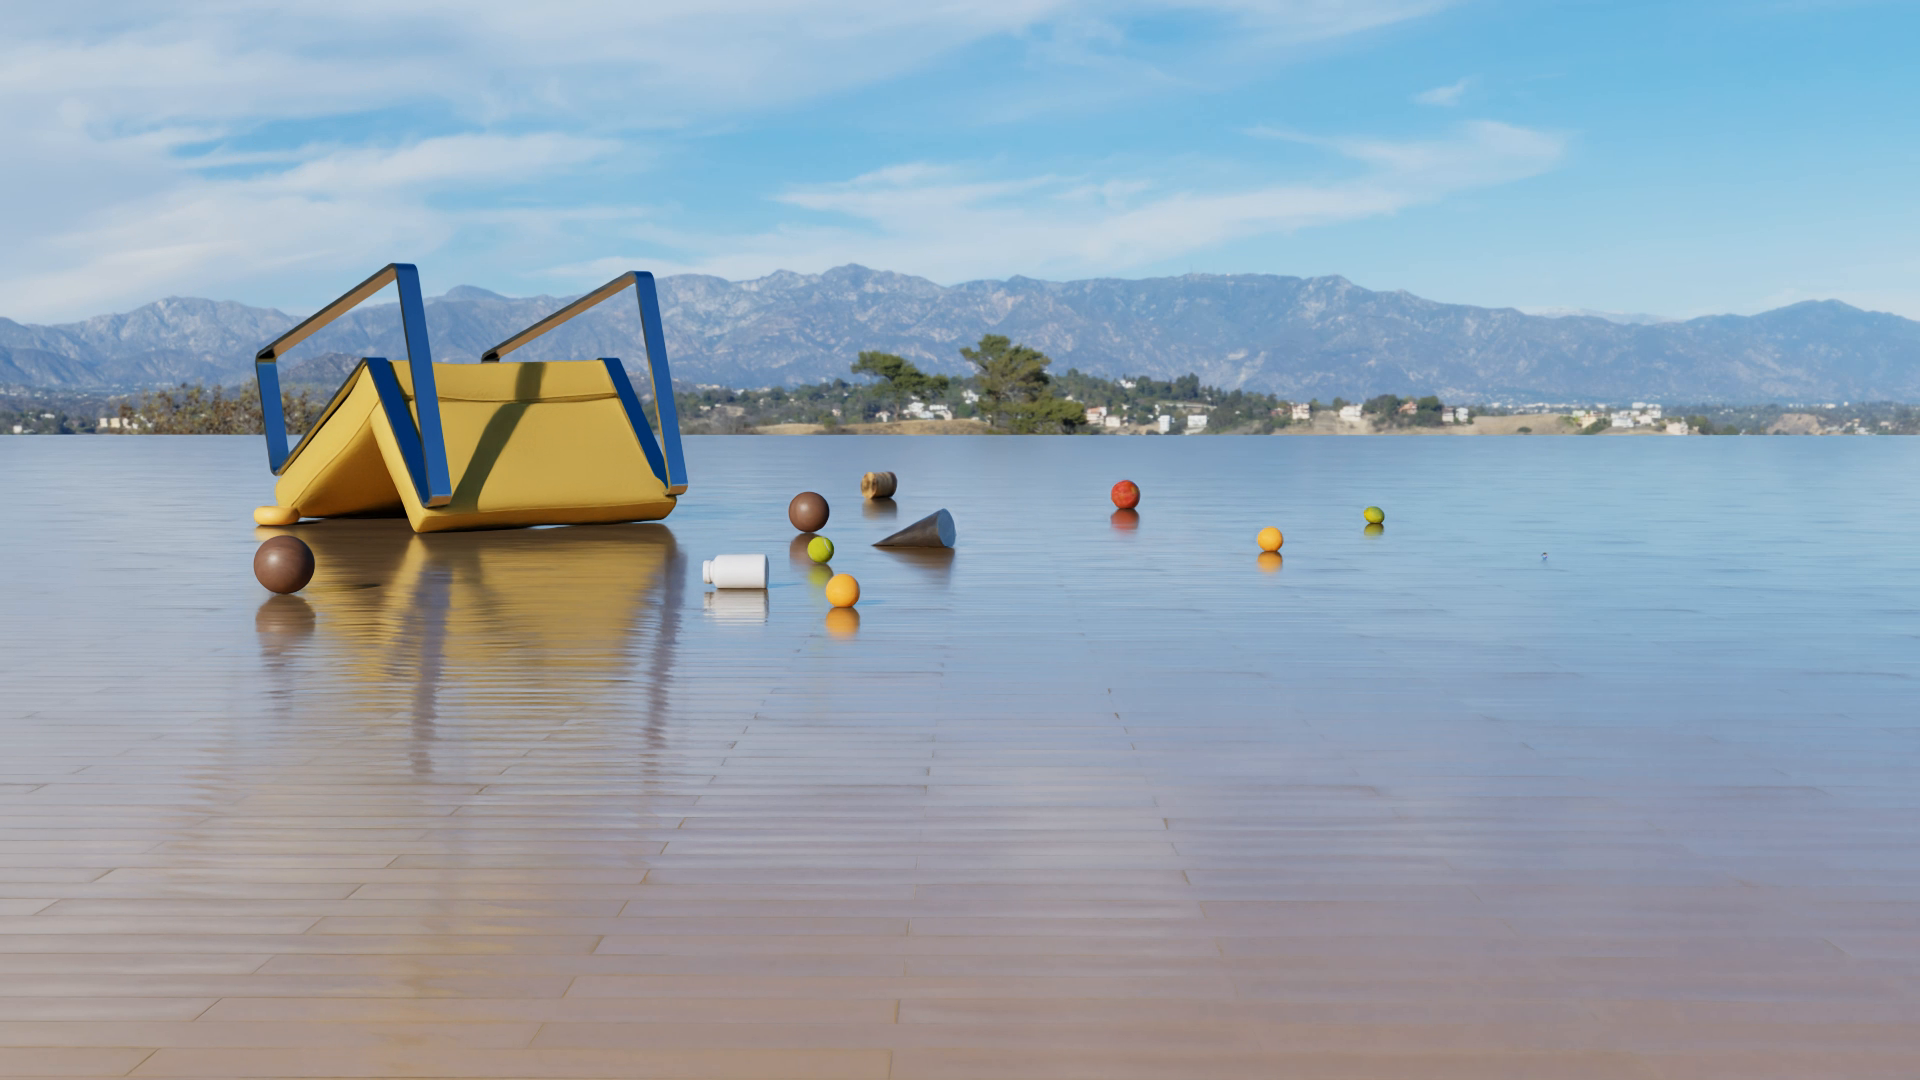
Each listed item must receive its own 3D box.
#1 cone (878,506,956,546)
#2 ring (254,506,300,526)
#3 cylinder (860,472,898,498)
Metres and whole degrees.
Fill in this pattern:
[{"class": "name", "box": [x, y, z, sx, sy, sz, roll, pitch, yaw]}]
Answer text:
[{"class": "cone", "box": [-0.147, -0.009, 6.269, 0.242, 0.112, 0.131, -17, 9, 24]}, {"class": "ring", "box": [-2.265, -0.081, 7.291, 0.147, 0.060, 0.192, 1, 3, -10]}, {"class": "cylinder", "box": [-0.334, -0.227, 9.075, 0.079, 0.108, 0.149, 15, 11, 31]}]
